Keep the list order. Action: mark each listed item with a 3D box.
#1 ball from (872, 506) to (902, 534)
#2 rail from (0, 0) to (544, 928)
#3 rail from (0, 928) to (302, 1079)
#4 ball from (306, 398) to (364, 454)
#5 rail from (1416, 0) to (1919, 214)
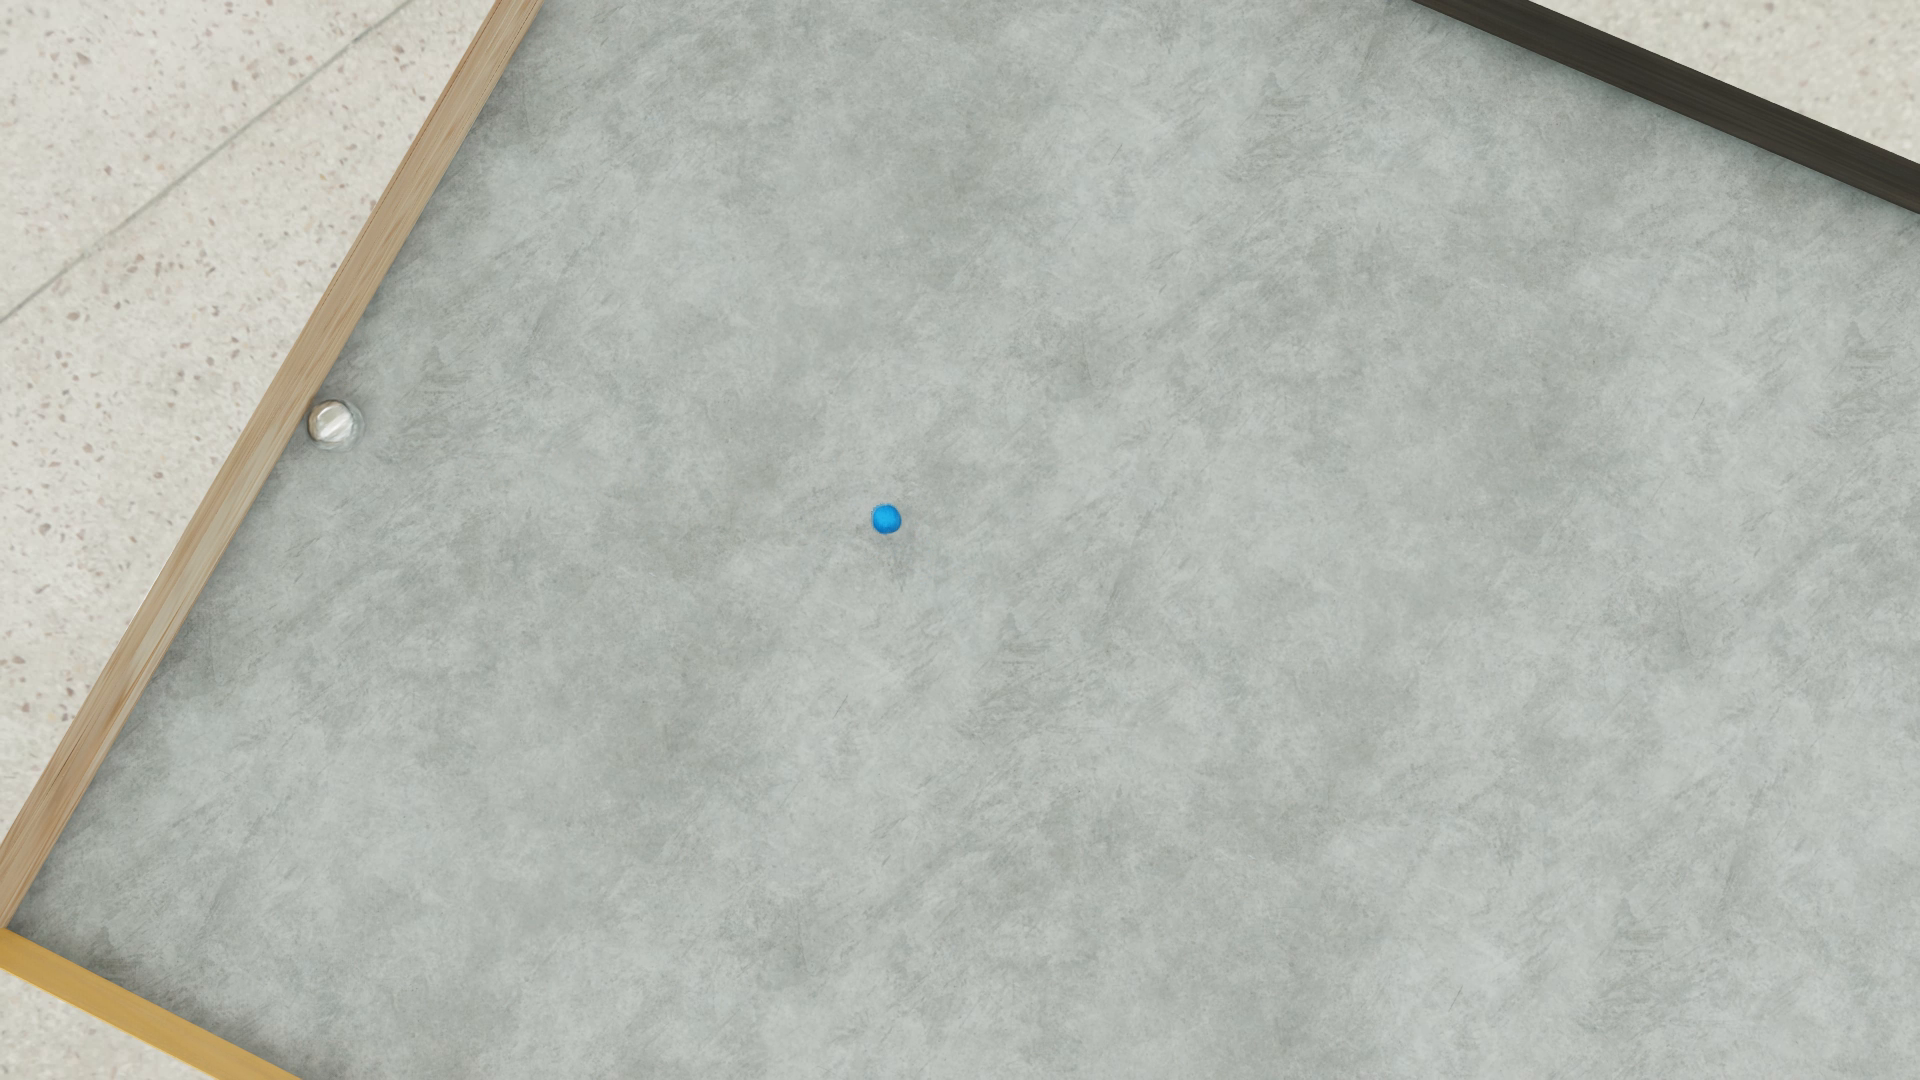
[{"bbox_3d":[-0.112,-0.031,3.365,0.045,0.045,0.045,0,75,0],"label":"ball"},{"bbox_3d":[-0.914,-0.429,3.431,0.045,0.116,2.335,25,77,6],"label":"rail"},{"bbox_3d":[0.443,1.423,2.945,4.146,0.116,0.045,25,77,6],"label":"rail"},{"bbox_3d":[-0.960,-0.176,3.382,0.085,0.085,0.085,0,75,0],"label":"ball"},{"bbox_3d":[1.428,-0.573,3.469,4.146,0.116,0.045,25,77,6],"label":"rail"}]
